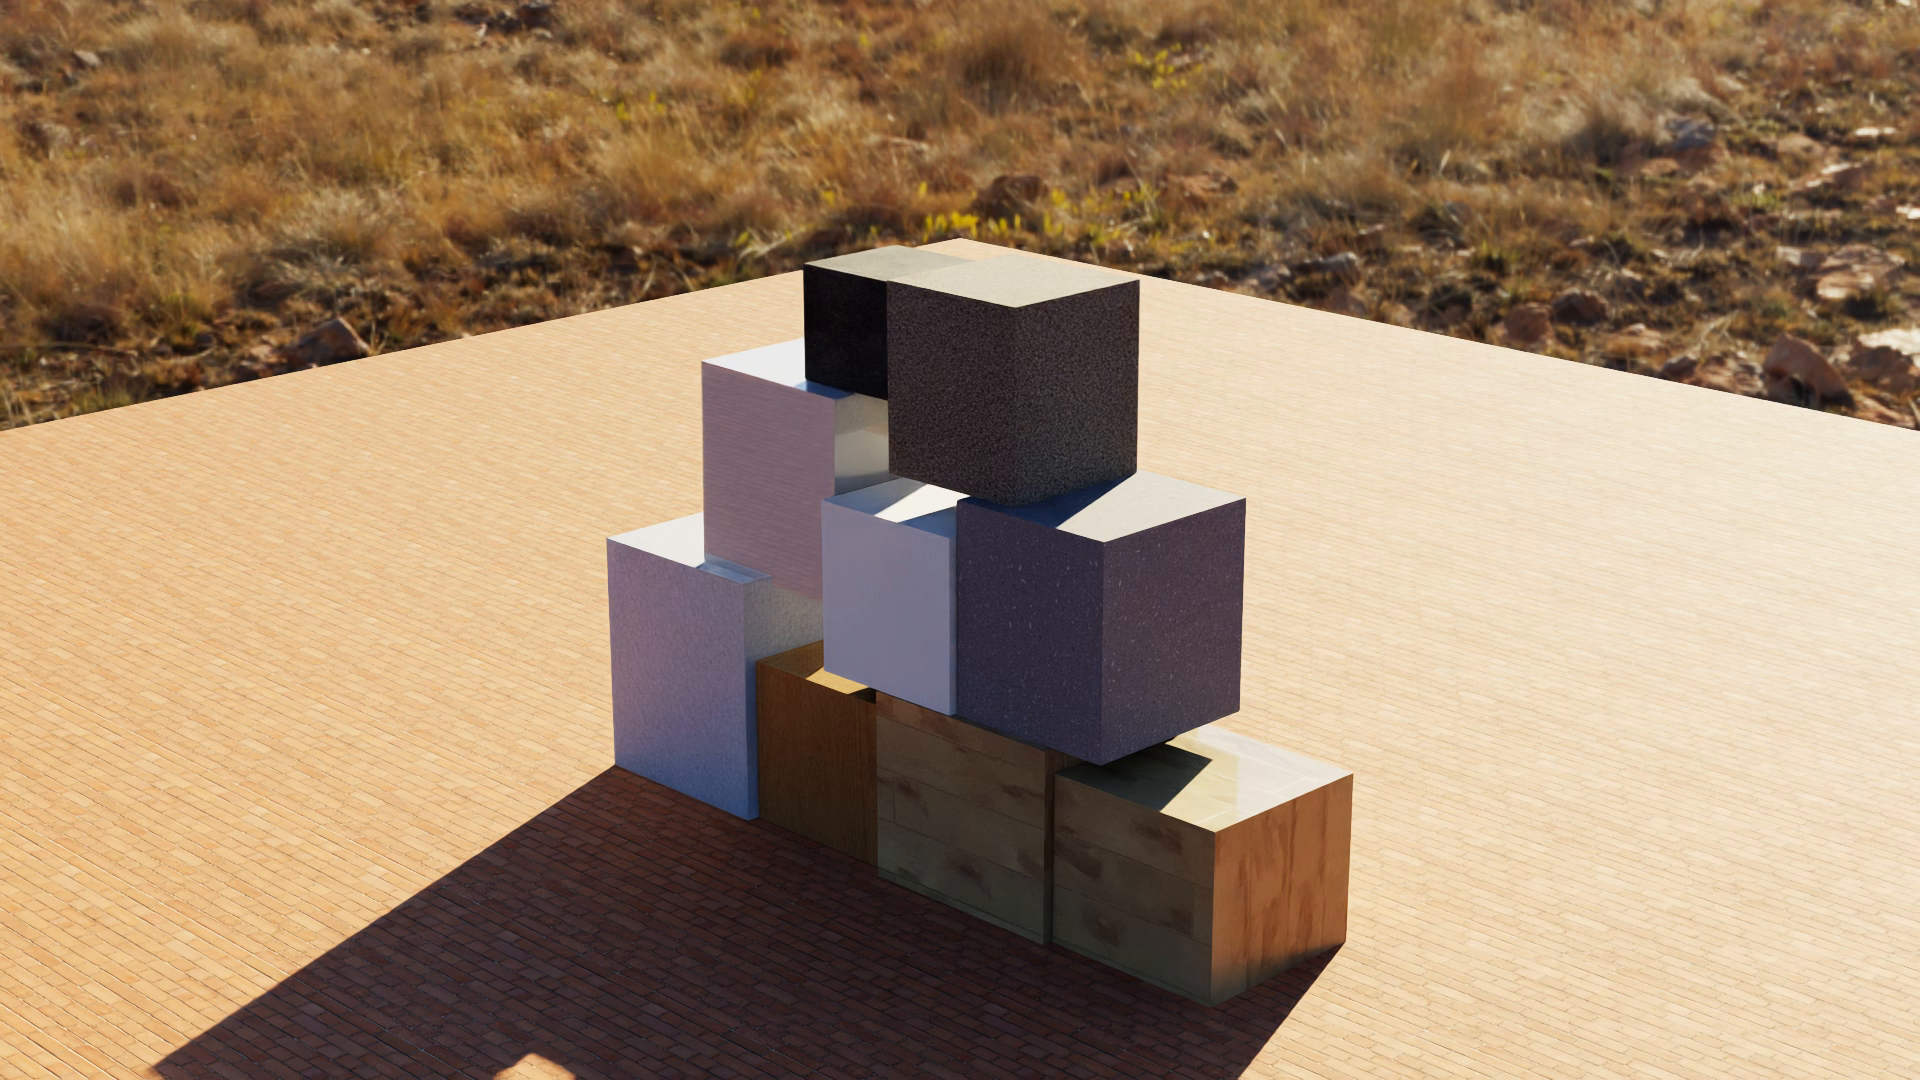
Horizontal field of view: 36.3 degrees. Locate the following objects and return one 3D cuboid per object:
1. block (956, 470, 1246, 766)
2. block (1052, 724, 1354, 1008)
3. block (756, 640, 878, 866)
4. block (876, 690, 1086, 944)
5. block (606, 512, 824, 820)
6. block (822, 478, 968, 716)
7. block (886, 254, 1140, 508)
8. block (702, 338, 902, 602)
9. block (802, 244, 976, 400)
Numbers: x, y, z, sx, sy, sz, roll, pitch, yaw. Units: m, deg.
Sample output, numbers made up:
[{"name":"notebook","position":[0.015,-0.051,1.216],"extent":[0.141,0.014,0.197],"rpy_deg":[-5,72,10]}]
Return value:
[{"name":"block","position":[0.610,0.292,12.771],"extent":[0.911,0.985,0.856],"rpy_deg":[-17,24,-42]},{"name":"block","position":[1.043,1.373,12.657],"extent":[0.913,0.790,0.900],"rpy_deg":[-17,24,-42]},{"name":"block","position":[-0.335,0.952,13.980],"extent":[0.898,0.801,0.886],"rpy_deg":[-17,24,-42]},{"name":"block","position":[0.348,1.113,13.301],"extent":[1.006,0.901,1.043],"rpy_deg":[-17,24,-42]},{"name":"block","position":[-1.008,0.557,14.579],"extent":[1.040,1.195,1.022],"rpy_deg":[-17,24,-42]},{"name":"block","position":[0.008,0.193,13.364],"extent":[0.972,0.817,0.816],"rpy_deg":[-17,24,-42]},{"name":"block","position":[0.234,-0.716,12.879],"extent":[0.781,0.873,0.777],"rpy_deg":[-17,24,-42]},{"name":"block","position":[-0.582,-0.358,13.860],"extent":[0.878,0.987,0.919],"rpy_deg":[-17,25,-42]},{"name":"block","position":[-0.275,-0.986,13.315],"extent":[0.584,0.542,0.645],"rpy_deg":[-17,24,-42]}]
